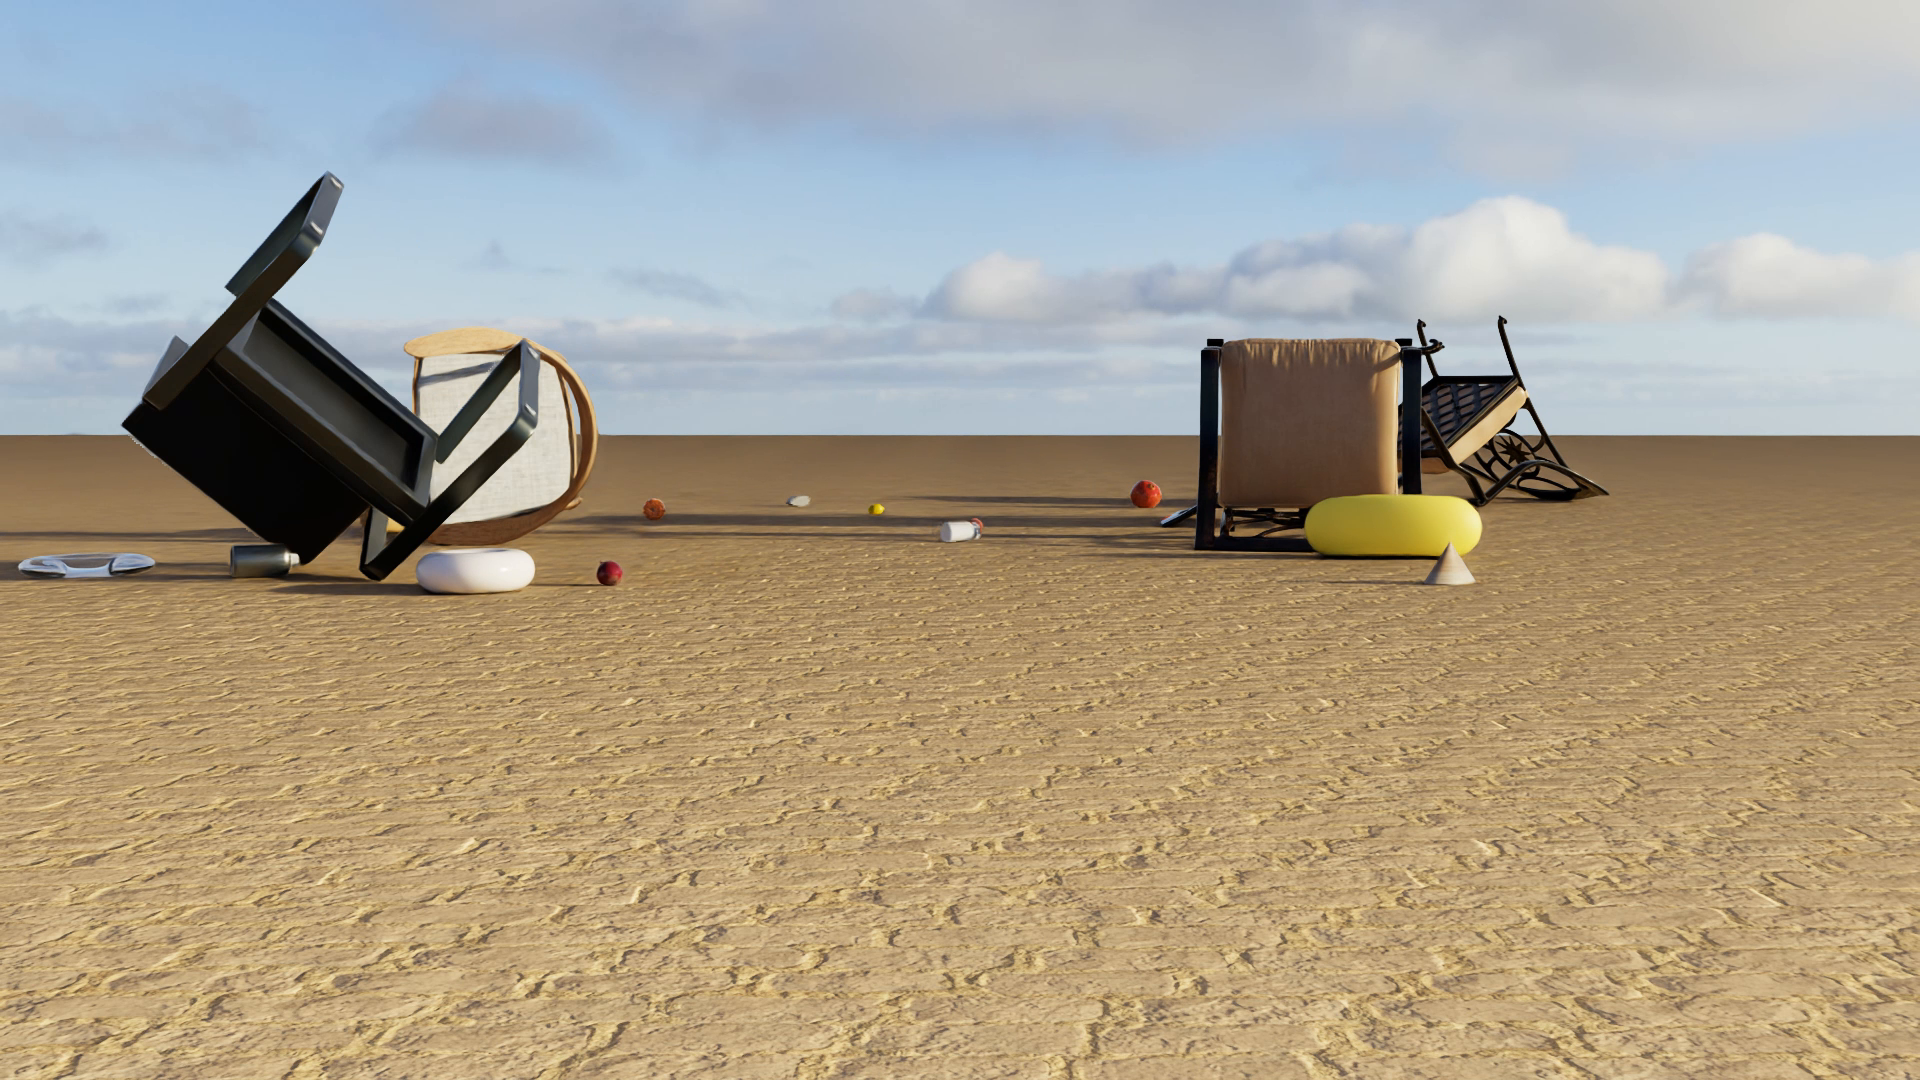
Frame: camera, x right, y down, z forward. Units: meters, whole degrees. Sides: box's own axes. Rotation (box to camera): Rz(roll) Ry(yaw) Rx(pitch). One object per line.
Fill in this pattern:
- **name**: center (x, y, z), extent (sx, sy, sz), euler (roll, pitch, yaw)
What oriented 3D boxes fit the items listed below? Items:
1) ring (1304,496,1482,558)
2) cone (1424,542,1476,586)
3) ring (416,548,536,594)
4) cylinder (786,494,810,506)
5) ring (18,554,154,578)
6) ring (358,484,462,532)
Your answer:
- **ring**: center (1.152, -0.033, 5.856), extent (0.465, 0.159, 0.194), euler (0, -6, 7)
- **cone**: center (1.133, 0.051, 5.087), extent (0.169, 0.098, 0.076), euler (-3, 5, -39)
- **ring**: center (-1.080, 0.068, 4.907), extent (0.257, 0.089, 0.297), euler (-1, 3, 6)
- **cylinder**: center (-0.622, -0.151, 8.437), extent (0.076, 0.039, 0.071), euler (-15, 8, -18)
- **ring**: center (-2.104, 0.062, 5.302), extent (0.308, 0.048, 0.188), euler (-2, 5, -19)
- **ring**: center (-1.738, -0.101, 6.963), extent (0.150, 0.147, 0.435), euler (-1, 2, 30)
